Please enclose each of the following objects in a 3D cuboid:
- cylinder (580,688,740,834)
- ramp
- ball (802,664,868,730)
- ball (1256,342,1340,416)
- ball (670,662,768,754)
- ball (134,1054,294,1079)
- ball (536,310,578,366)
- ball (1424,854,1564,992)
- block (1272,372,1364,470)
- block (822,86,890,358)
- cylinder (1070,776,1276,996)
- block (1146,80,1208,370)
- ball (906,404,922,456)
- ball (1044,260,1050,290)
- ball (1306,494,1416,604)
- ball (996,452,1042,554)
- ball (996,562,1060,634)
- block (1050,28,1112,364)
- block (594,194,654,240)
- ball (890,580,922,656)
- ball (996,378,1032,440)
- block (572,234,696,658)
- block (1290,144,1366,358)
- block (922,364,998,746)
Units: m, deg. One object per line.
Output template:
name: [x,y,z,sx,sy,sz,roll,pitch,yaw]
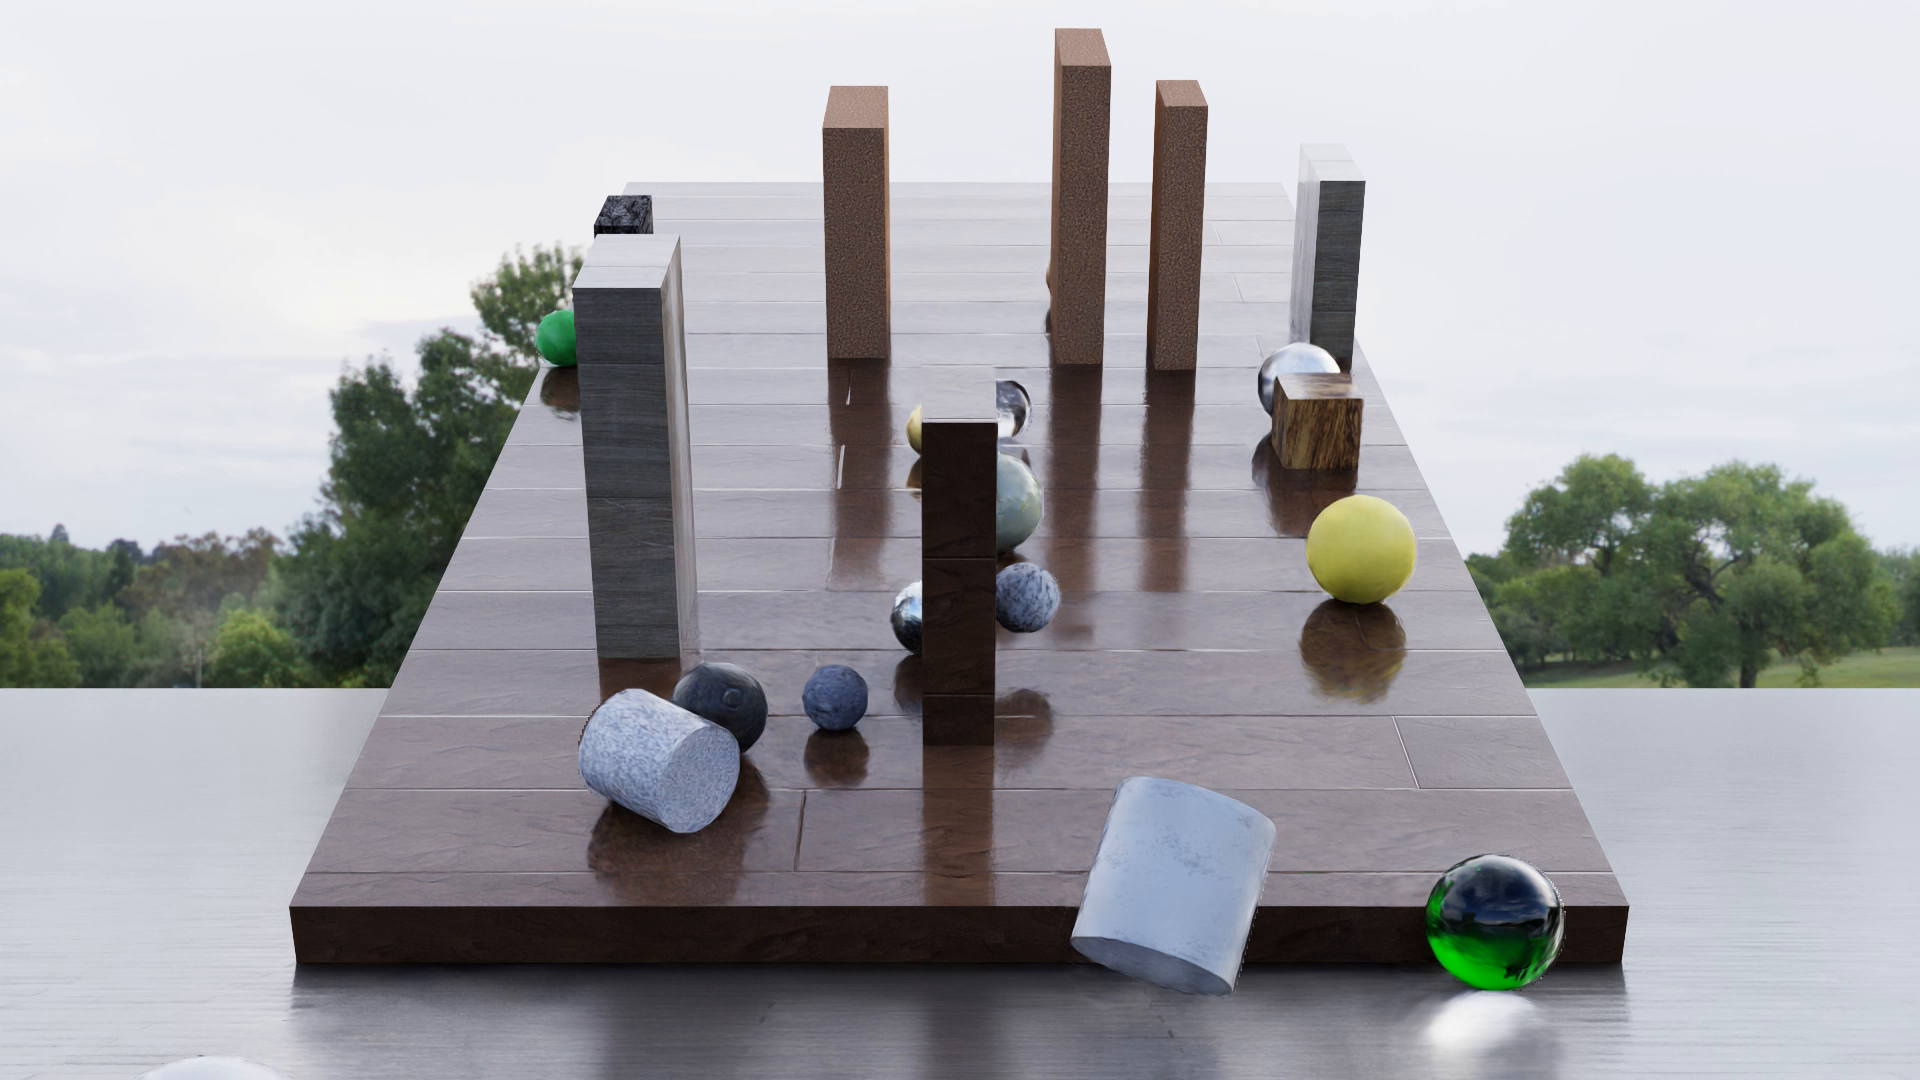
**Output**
cylinder: [-0.474,0.348,3.684,0.179,0.179,0.179,20,9,36]
ramp: [-0.008,-0.228,5.319,2.000,0.100,4.000,0,24,0]
ball: [-0.211,0.268,3.955,0.112,0.112,0.112,0,-3,0]
ball: [0.762,-0.348,5.229,0.190,0.190,0.190,0,-3,0]
ball: [-0.401,0.283,3.857,0.164,0.164,0.164,0,-3,0]
ball: [-0.489,0.426,1.512,0.178,0.178,0.178,0,-3,0]
ball: [-0.949,-0.485,5.595,0.138,0.138,0.138,0,-3,0]
ball: [0.733,0.525,3.197,0.186,0.186,0.186,0,-3,0]
block: [0.777,-0.261,5.076,0.161,0.161,0.161,-1,24,-3]
block: [-0.251,-0.791,5.752,0.145,0.570,0.426,0,24,0]
cylinder: [0.261,0.423,2.842,0.204,0.204,0.204,17,-20,6]
block: [0.519,-0.756,5.591,0.099,0.641,0.263,0,24,0]
ball: [-0.055,-0.240,5.069,0.127,0.127,0.127,0,-3,0]
ball: [0.292,-0.690,6.051,0.143,0.143,0.143,0,-3,0]
ball: [0.758,0.018,4.401,0.206,0.206,0.206,0,-3,0]
ball: [0.062,-0.075,4.608,0.203,0.203,0.203,0,-3,0]
ball: [0.114,0.104,4.151,0.127,0.127,0.127,0,-3,0]
block: [0.290,-0.842,5.679,0.114,0.725,0.411,0,24,0]
block: [-0.779,-0.576,5.465,0.102,0.410,0.251,0,24,0]
ball: [-0.056,0.141,4.205,0.140,0.140,0.140,0,-3,0]
ball: [0.091,-0.292,5.172,0.137,0.137,0.137,0,-3,0]
block: [-0.581,-0.170,4.210,0.149,0.700,0.310,0,24,0]
block: [0.904,-0.719,5.754,0.108,0.442,0.346,0,24,0]
block: [-0.002,0.024,3.925,0.121,0.583,0.275,0,24,0]
